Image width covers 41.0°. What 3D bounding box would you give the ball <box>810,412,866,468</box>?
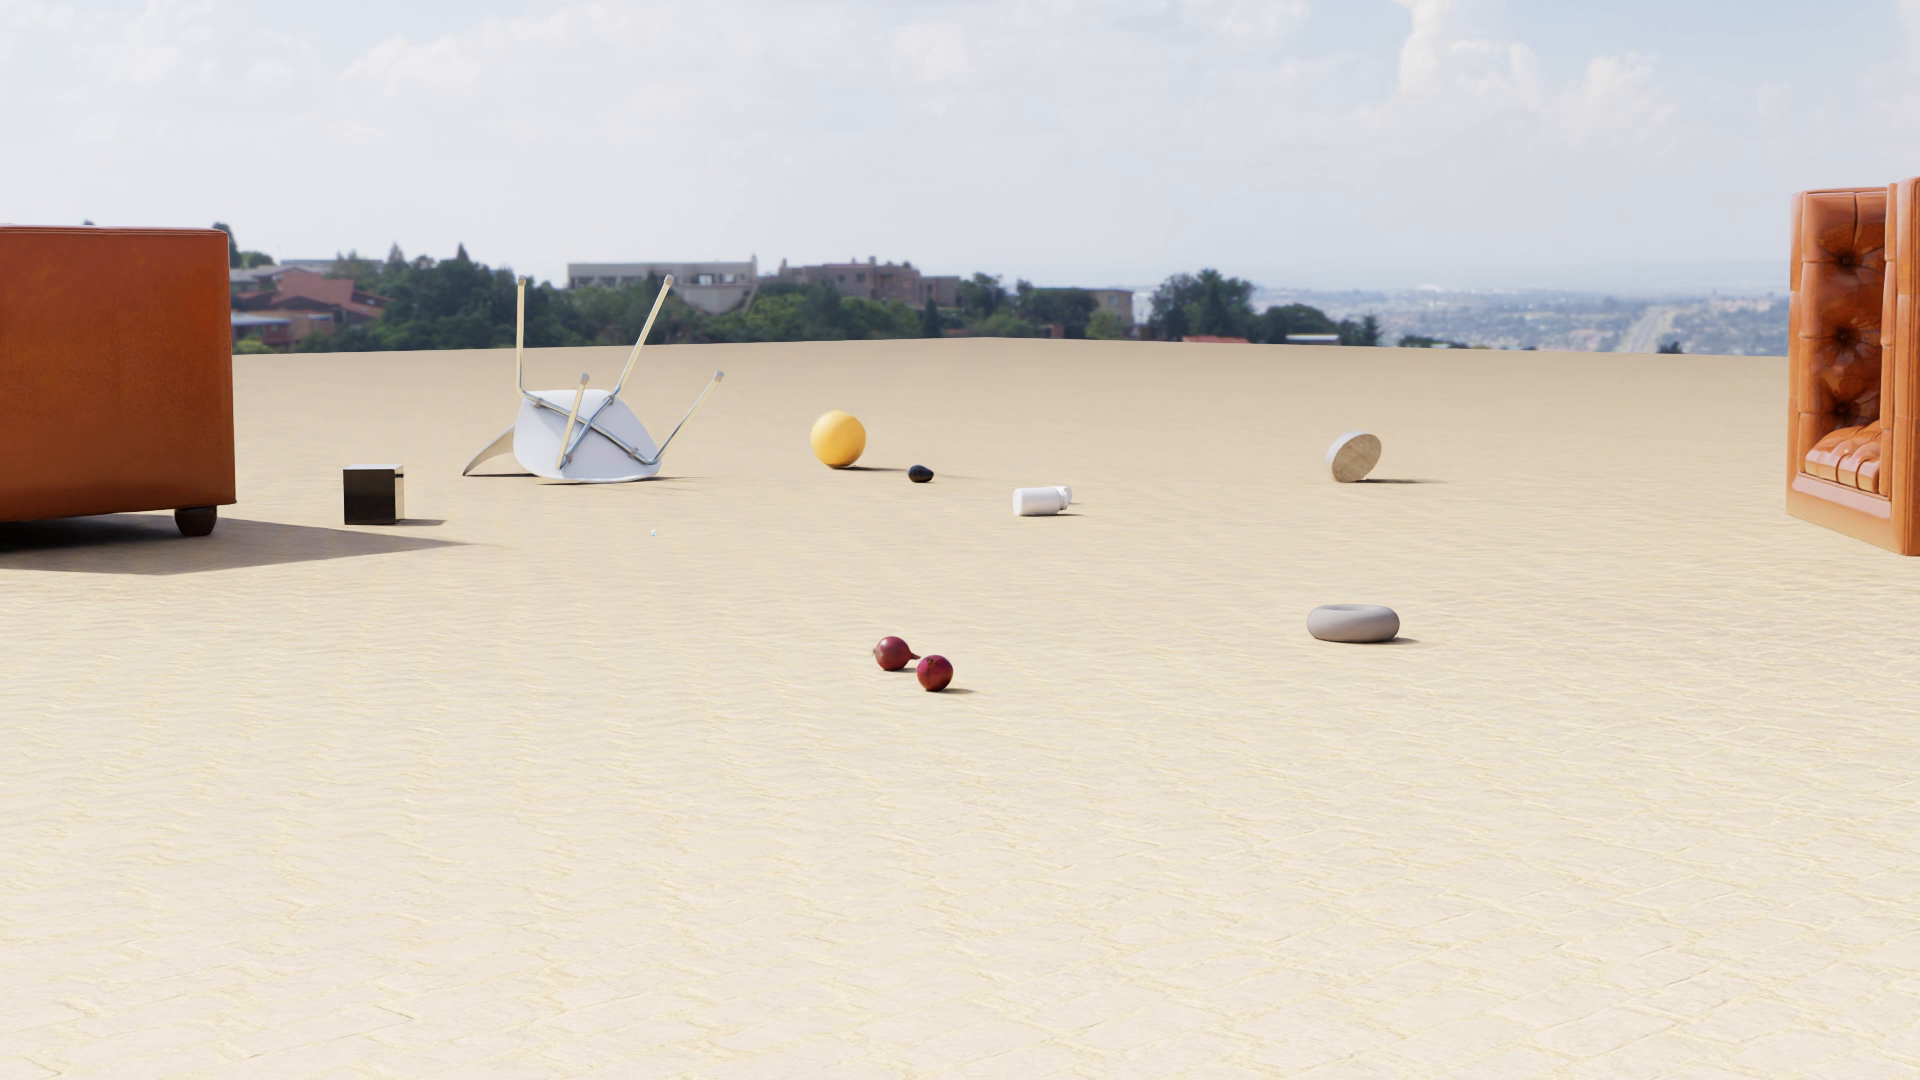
[{"bbox_3d":[-0.418,-0.345,8.816,0.193,0.193,0.193,0,6,0],"label":"ball"}]

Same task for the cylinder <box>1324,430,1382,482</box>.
[{"bbox_3d":[1.264,-0.270,8.263,0.186,0.122,0.180,-45,4,4],"label":"cylinder"}]

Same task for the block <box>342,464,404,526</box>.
[{"bbox_3d":[-1.571,-0.123,6.882,0.135,0.148,0.175,0,6,-5],"label":"block"}]

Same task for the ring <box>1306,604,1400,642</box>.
[{"bbox_3d":[0.714,0.151,4.659,0.170,0.059,0.126,1,7,22],"label":"ring"}]
